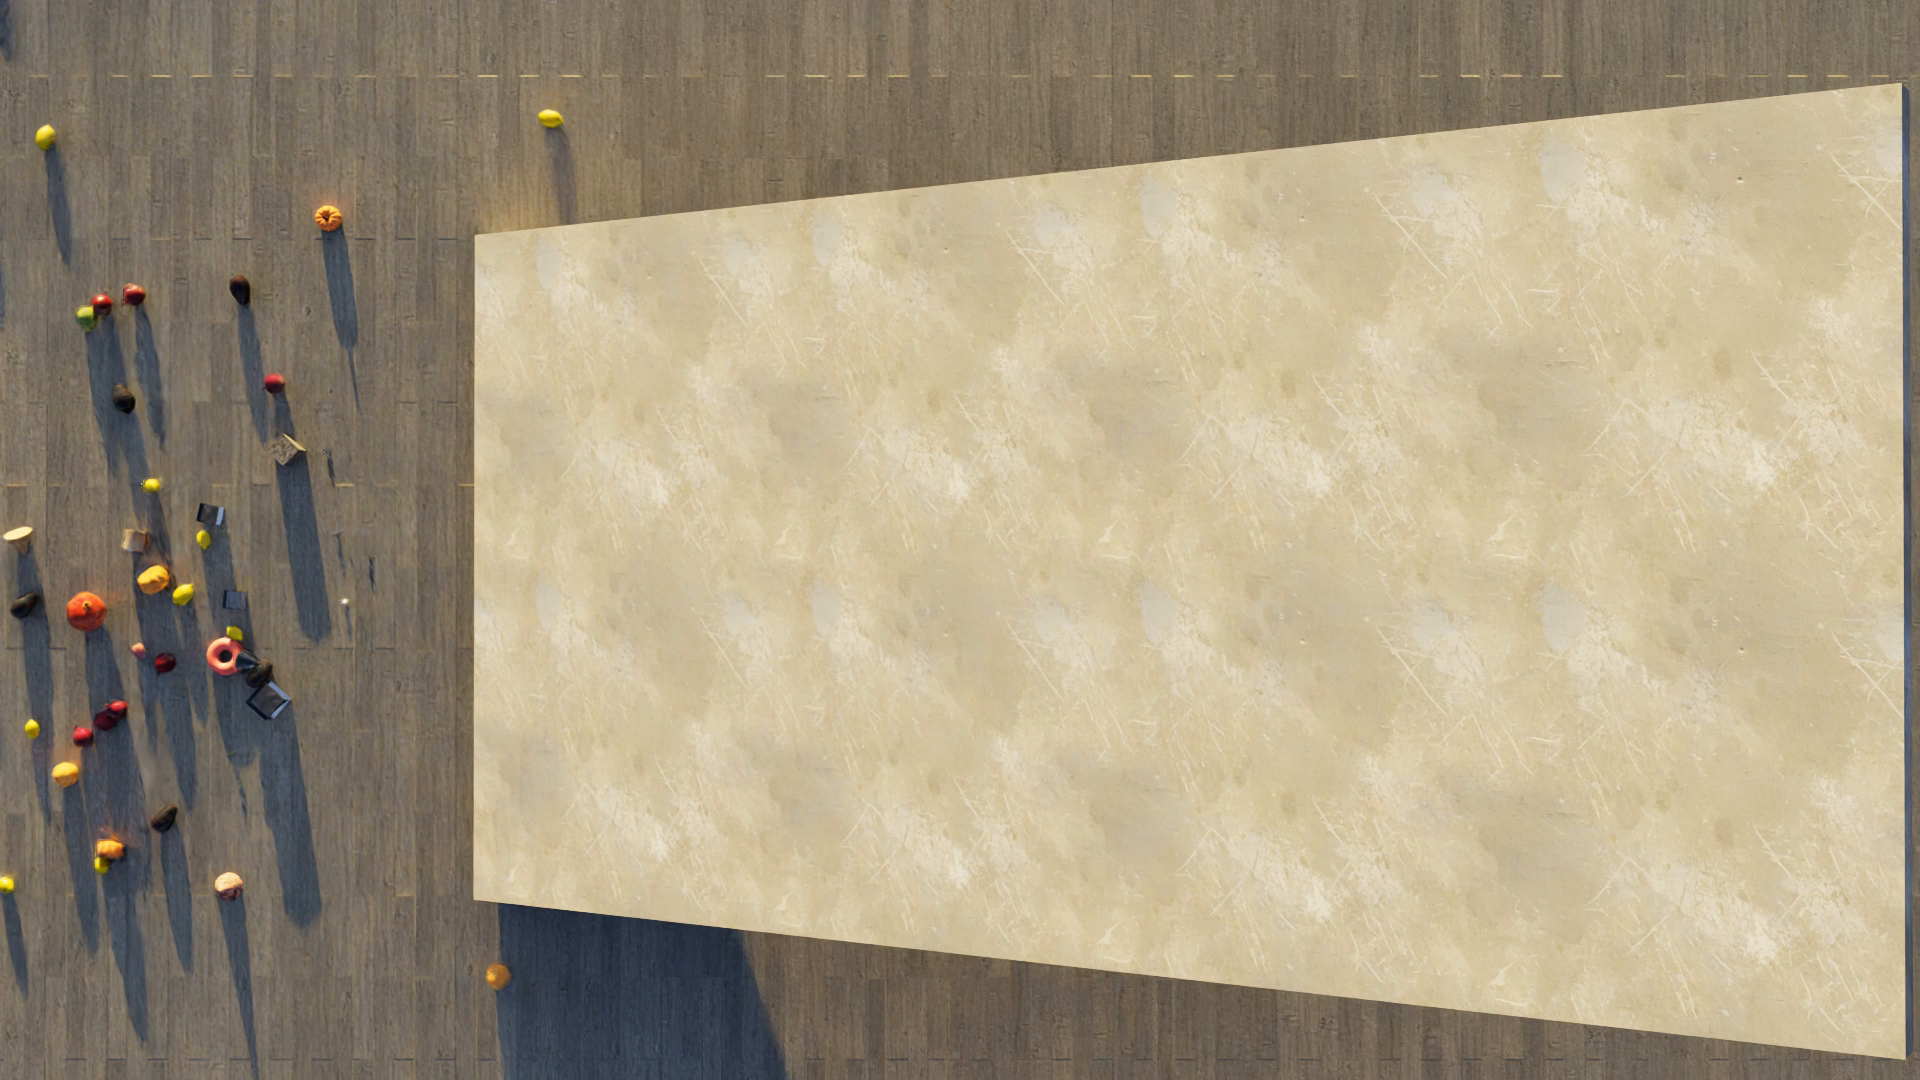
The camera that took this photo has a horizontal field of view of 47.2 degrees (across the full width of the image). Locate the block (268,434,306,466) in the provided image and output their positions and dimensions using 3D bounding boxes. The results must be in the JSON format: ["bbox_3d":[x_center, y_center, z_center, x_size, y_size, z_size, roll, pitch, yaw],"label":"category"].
[{"bbox_3d":[-2.044,-0.272,6.673,0.069,0.069,0.069,44,90,0],"label":"block"}]

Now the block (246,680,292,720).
[{"bbox_3d":[-2.094,0.486,6.660,0.082,0.082,0.082,42,90,0],"label":"block"}]

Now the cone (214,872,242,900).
[{"bbox_3d":[-2.226,1.055,6.652,0.087,0.087,0.087,0,89,0],"label":"cone"}]

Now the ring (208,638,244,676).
[{"bbox_3d":[-2.231,0.354,6.683,0.114,0.038,0.114,0,88,-1],"label":"ring"}]

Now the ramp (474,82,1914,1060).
[{"bbox_3d":[0.261,0.072,5.603,4.000,0.100,2.000,0,89,32],"label":"ramp"}]

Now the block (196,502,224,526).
[{"bbox_3d":[-2.277,-0.078,6.677,0.056,0.056,0.056,13,89,0],"label":"block"}]

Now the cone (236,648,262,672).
[{"bbox_3d":[-2.137,0.371,6.652,0.073,0.073,0.073,10,89,28],"label":"cone"}]

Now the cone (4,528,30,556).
[{"bbox_3d":[-2.855,0.015,6.687,0.078,0.078,0.078,-7,116,0],"label":"cone"}]

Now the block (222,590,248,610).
[{"bbox_3d":[-2.202,0.182,6.676,0.053,0.053,0.053,5,89,0],"label":"block"}]
